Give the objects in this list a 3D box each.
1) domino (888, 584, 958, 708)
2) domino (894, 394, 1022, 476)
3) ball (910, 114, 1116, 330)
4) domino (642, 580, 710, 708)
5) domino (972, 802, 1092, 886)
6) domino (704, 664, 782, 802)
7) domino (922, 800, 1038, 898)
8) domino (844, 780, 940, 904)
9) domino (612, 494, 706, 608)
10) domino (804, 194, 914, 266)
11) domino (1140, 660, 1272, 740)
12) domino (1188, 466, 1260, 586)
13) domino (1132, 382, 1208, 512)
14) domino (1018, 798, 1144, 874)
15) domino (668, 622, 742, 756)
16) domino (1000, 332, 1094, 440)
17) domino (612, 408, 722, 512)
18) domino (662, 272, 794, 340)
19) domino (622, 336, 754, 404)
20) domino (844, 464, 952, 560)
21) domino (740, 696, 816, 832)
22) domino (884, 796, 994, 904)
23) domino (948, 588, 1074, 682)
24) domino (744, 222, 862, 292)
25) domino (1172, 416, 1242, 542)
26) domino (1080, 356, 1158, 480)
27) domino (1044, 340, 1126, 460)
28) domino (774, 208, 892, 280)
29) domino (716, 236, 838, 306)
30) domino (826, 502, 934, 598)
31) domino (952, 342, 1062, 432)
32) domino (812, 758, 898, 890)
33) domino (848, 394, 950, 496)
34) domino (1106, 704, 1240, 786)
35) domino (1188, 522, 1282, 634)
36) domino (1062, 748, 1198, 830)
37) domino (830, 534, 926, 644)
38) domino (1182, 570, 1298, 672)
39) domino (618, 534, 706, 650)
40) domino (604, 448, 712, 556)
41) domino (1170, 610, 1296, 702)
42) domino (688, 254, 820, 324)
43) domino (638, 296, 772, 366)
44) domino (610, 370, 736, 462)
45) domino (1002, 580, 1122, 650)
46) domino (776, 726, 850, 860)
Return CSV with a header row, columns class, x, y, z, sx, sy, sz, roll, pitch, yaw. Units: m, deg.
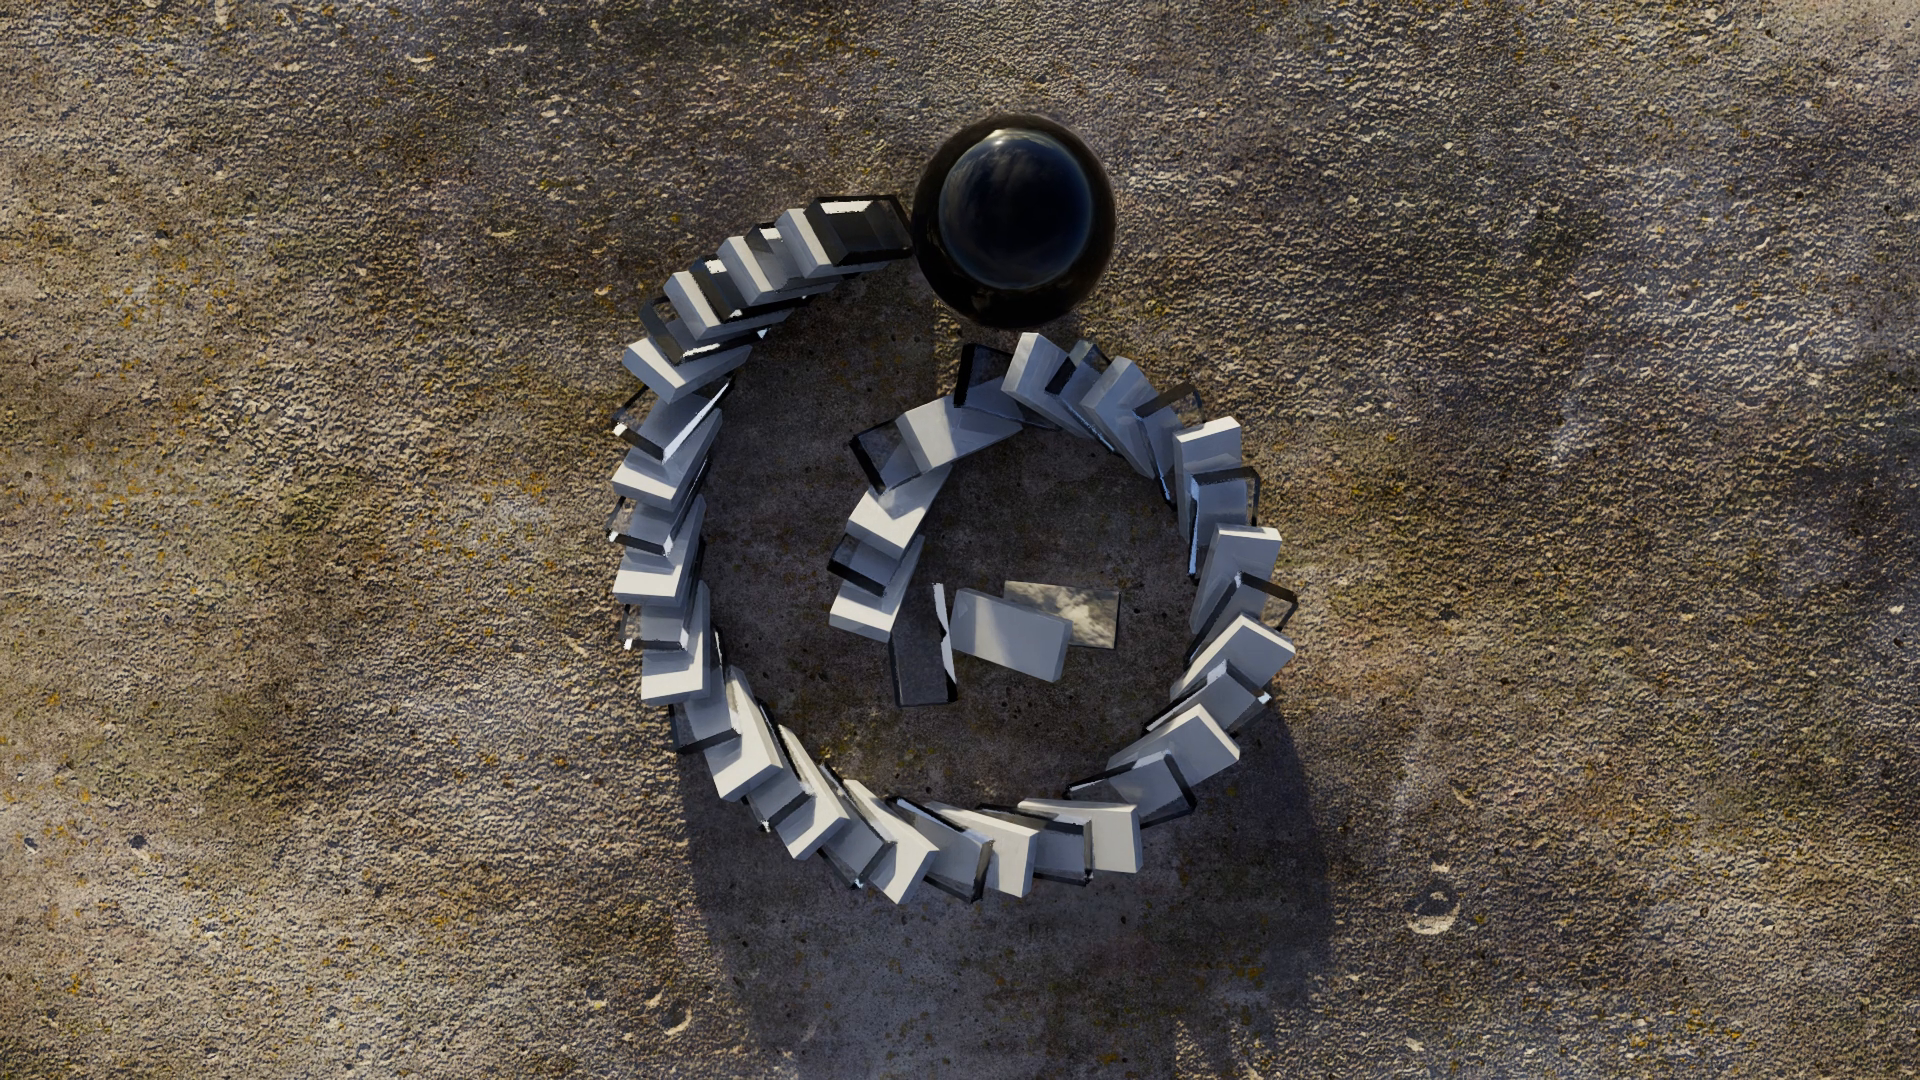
class,x,y,z,sx,sy,sz,roll,pitch,yaw
domino,-0.017,0.045,0.391,0.025,0.009,0.050,-8,90,23
domino,0.000,-0.048,0.383,0.050,0.010,0.025,-27,90,-32
ball,0.021,-0.124,0.360,0.080,0.080,0.080,0,90,0
domino,-0.118,0.043,0.383,0.025,0.010,0.050,-10,60,1
domino,0.030,0.127,0.384,0.050,0.009,0.025,-1,91,28
domino,-0.095,0.080,0.382,0.025,0.009,0.050,-35,58,4
domino,0.007,0.129,0.384,0.050,0.009,0.025,8,90,28
domino,-0.035,0.125,0.383,0.050,0.009,0.025,30,90,31
domino,-0.125,0.003,0.382,0.025,0.010,0.050,4,58,1
domino,-0.039,-0.128,0.378,0.009,0.050,0.025,-29,90,39
domino,0.102,0.074,0.382,0.025,0.009,0.050,40,121,-4
domino,0.110,-0.005,0.382,0.025,0.009,0.050,-8,123,-1
domino,0.092,-0.038,0.382,0.025,0.009,0.050,-29,125,-1
domino,0.050,0.123,0.384,0.050,0.009,0.025,-5,90,28
domino,-0.109,0.062,0.383,0.025,0.009,0.050,-21,59,1
domino,0.041,-0.063,0.380,0.050,0.009,0.025,23,86,-39
domino,-0.121,-0.037,0.383,0.025,0.010,0.050,18,57,0
domino,-0.094,-0.100,0.378,0.009,0.050,0.025,-33,90,40
domino,-0.111,-0.076,0.378,0.025,0.050,0.009,41,130,0
domino,-0.025,-0.018,0.381,0.025,0.010,0.050,29,54,0
domino,-0.083,0.093,0.382,0.025,0.010,0.050,-39,57,2
domino,-0.011,0.128,0.382,0.050,0.010,0.025,14,93,33
domino,0.020,0.039,0.383,0.050,0.009,0.025,16,100,25
domino,-0.062,-0.118,0.378,0.010,0.050,0.025,-32,90,39
domino,0.104,-0.024,0.381,0.025,0.009,0.050,-16,124,-4
domino,0.073,-0.050,0.380,0.025,0.010,0.050,-51,128,-3
domino,0.059,-0.058,0.381,0.050,0.010,0.025,35,89,-38
domino,-0.050,-0.123,0.378,0.009,0.050,0.025,-30,90,39
domino,-0.073,-0.113,0.378,0.010,0.050,0.025,-32,90,39
domino,-0.032,-0.003,0.381,0.025,0.010,0.050,27,54,1
domino,0.023,-0.063,0.383,0.050,0.010,0.025,10,90,-32
domino,-0.052,0.118,0.383,0.050,0.009,0.025,39,93,31
domino,-0.019,-0.040,0.382,0.050,0.010,0.025,-29,87,-32
domino,0.088,0.092,0.383,0.025,0.010,0.050,48,120,-3
domino,0.114,0.018,0.383,0.025,0.010,0.050,6,121,0
domino,0.070,0.108,0.384,0.050,0.010,0.025,-29,90,29
domino,-0.034,0.016,0.381,0.025,0.009,0.050,17,53,2
domino,0.116,0.039,0.382,0.025,0.010,0.050,22,123,-2
domino,-0.124,0.021,0.384,0.025,0.010,0.050,2,61,0
domino,-0.125,-0.019,0.383,0.025,0.009,0.050,16,59,0
domino,0.112,0.055,0.381,0.025,0.010,0.050,29,122,-6
domino,-0.084,-0.106,0.378,0.010,0.050,0.025,-32,90,40
domino,-0.104,-0.090,0.378,0.010,0.050,0.025,-35,90,40
domino,-0.119,-0.058,0.382,0.025,0.010,0.050,31,56,1
domino,0.043,0.032,0.395,0.050,0.010,0.025,6,90,0
domino,-0.070,0.105,0.383,0.025,0.009,0.050,-43,59,0
